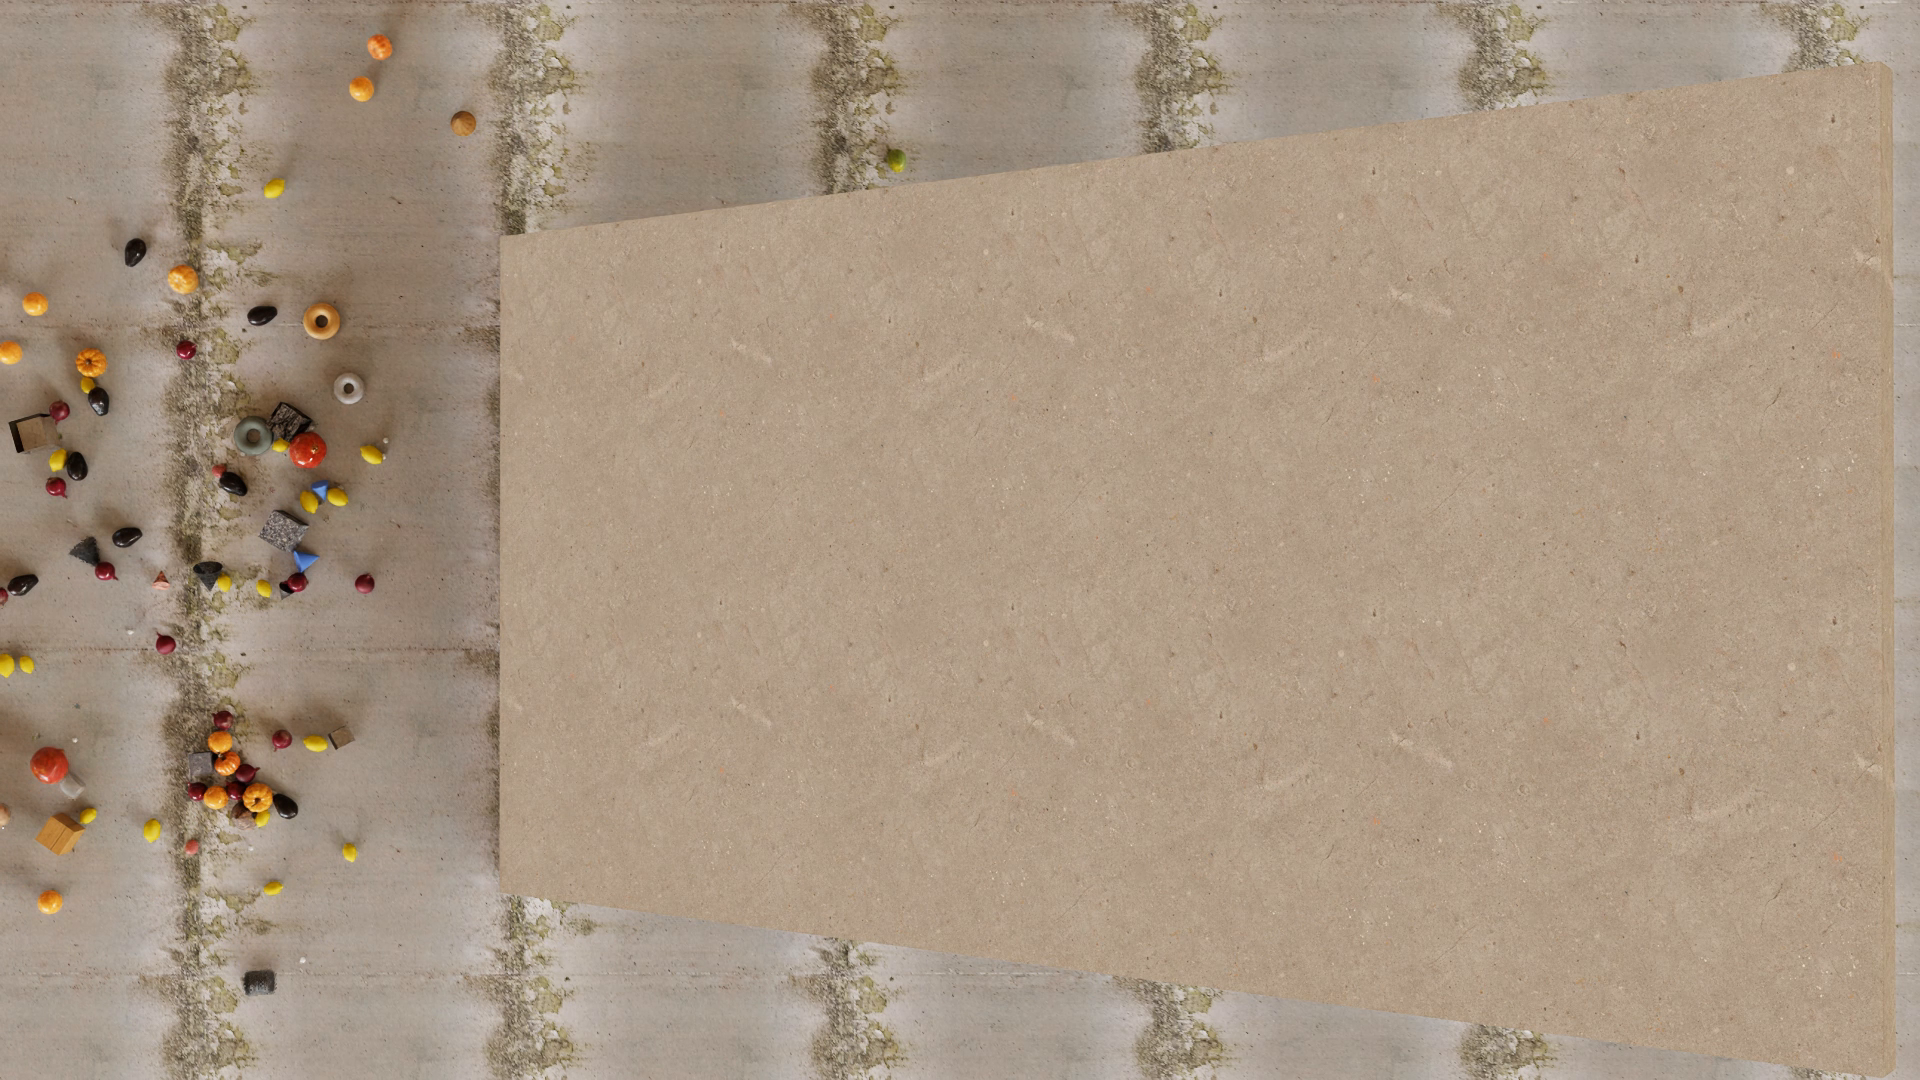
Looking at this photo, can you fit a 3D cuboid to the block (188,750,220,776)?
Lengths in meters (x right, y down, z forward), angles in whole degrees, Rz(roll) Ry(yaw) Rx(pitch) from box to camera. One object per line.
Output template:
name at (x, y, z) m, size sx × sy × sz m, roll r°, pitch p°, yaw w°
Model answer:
block at (-2.320, 0.684, 6.748) m, size 0.066 × 0.066 × 0.066 m, roll -6°, pitch 90°, yaw 0°

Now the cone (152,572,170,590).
cone at (-2.459, 0.117, 6.773) m, size 0.054 × 0.054 × 0.054 m, roll -8°, pitch 63°, yaw 0°

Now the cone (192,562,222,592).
cone at (-2.310, 0.124, 6.765) m, size 0.087 × 0.087 × 0.087 m, roll 4°, pitch 116°, yaw 0°

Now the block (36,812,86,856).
block at (-2.755, 0.901, 6.736) m, size 0.087 × 0.087 × 0.087 m, roll 35°, pitch 90°, yaw 0°

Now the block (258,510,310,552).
block at (-2.071, -0.027, 6.738) m, size 0.096 × 0.096 × 0.096 m, roll 30°, pitch 90°, yaw 0°

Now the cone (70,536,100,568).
cone at (-2.674, 0.052, 6.765) m, size 0.090 × 0.090 × 0.090 m, roll -30°, pitch 116°, yaw 0°

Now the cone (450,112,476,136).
cone at (-1.535, -1.287, 6.756) m, size 0.079 × 0.079 × 0.079 m, roll 0°, pitch 90°, yaw 0°

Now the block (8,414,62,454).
block at (-2.835, -0.325, 6.739) m, size 0.098 × 0.098 × 0.098 m, roll -16°, pitch 90°, yaw 0°

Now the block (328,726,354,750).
block at (-1.900, 0.607, 6.755) m, size 0.053 × 0.053 × 0.053 m, roll -28°, pitch 90°, yaw 0°

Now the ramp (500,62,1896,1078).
ramp at (0.234, 0.066, 5.554) m, size 4.000 × 0.100 × 2.000 m, roll 0°, pitch 89°, yaw 37°

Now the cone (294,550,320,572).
cone at (-2.004, 0.058, 6.769) m, size 0.071 × 0.071 × 0.071 m, roll -16°, pitch 90°, yaw -27°

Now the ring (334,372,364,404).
ring at (-1.882, -0.467, 6.773) m, size 0.097 × 0.032 × 0.097 m, roll 0°, pitch 91°, yaw 1°

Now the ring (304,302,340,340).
ring at (-1.965, -0.674, 6.772) m, size 0.114 × 0.038 × 0.114 m, roll 0°, pitch 91°, yaw -1°

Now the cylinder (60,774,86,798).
cylinder at (-2.727, 0.758, 6.754) m, size 0.053 × 0.053 × 0.053 m, roll 39°, pitch 90°, yaw 0°

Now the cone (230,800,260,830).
cone at (-2.204, 0.850, 6.734) m, size 0.091 × 0.091 × 0.091 m, roll 0°, pitch 90°, yaw 0°

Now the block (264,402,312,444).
block at (-2.059, -0.359, 6.744) m, size 0.089 × 0.089 × 0.089 m, roll 35°, pitch 90°, yaw 0°

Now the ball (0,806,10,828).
ball at (-2.954, 0.848, 6.745) m, size 0.069 × 0.069 × 0.069 m, roll 0°, pitch 90°, yaw 0°

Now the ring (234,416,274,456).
ring at (-2.174, -0.321, 6.768) m, size 0.122 × 0.041 × 0.122 m, roll 0°, pitch 88°, yaw 0°

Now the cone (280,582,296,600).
cone at (-2.080, 0.166, 6.772) m, size 0.054 × 0.054 × 0.054 m, roll 33°, pitch 116°, yaw 0°

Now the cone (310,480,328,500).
cone at (-1.964, -0.146, 6.774) m, size 0.057 × 0.057 × 0.057 m, roll -11°, pitch 116°, yaw 0°
